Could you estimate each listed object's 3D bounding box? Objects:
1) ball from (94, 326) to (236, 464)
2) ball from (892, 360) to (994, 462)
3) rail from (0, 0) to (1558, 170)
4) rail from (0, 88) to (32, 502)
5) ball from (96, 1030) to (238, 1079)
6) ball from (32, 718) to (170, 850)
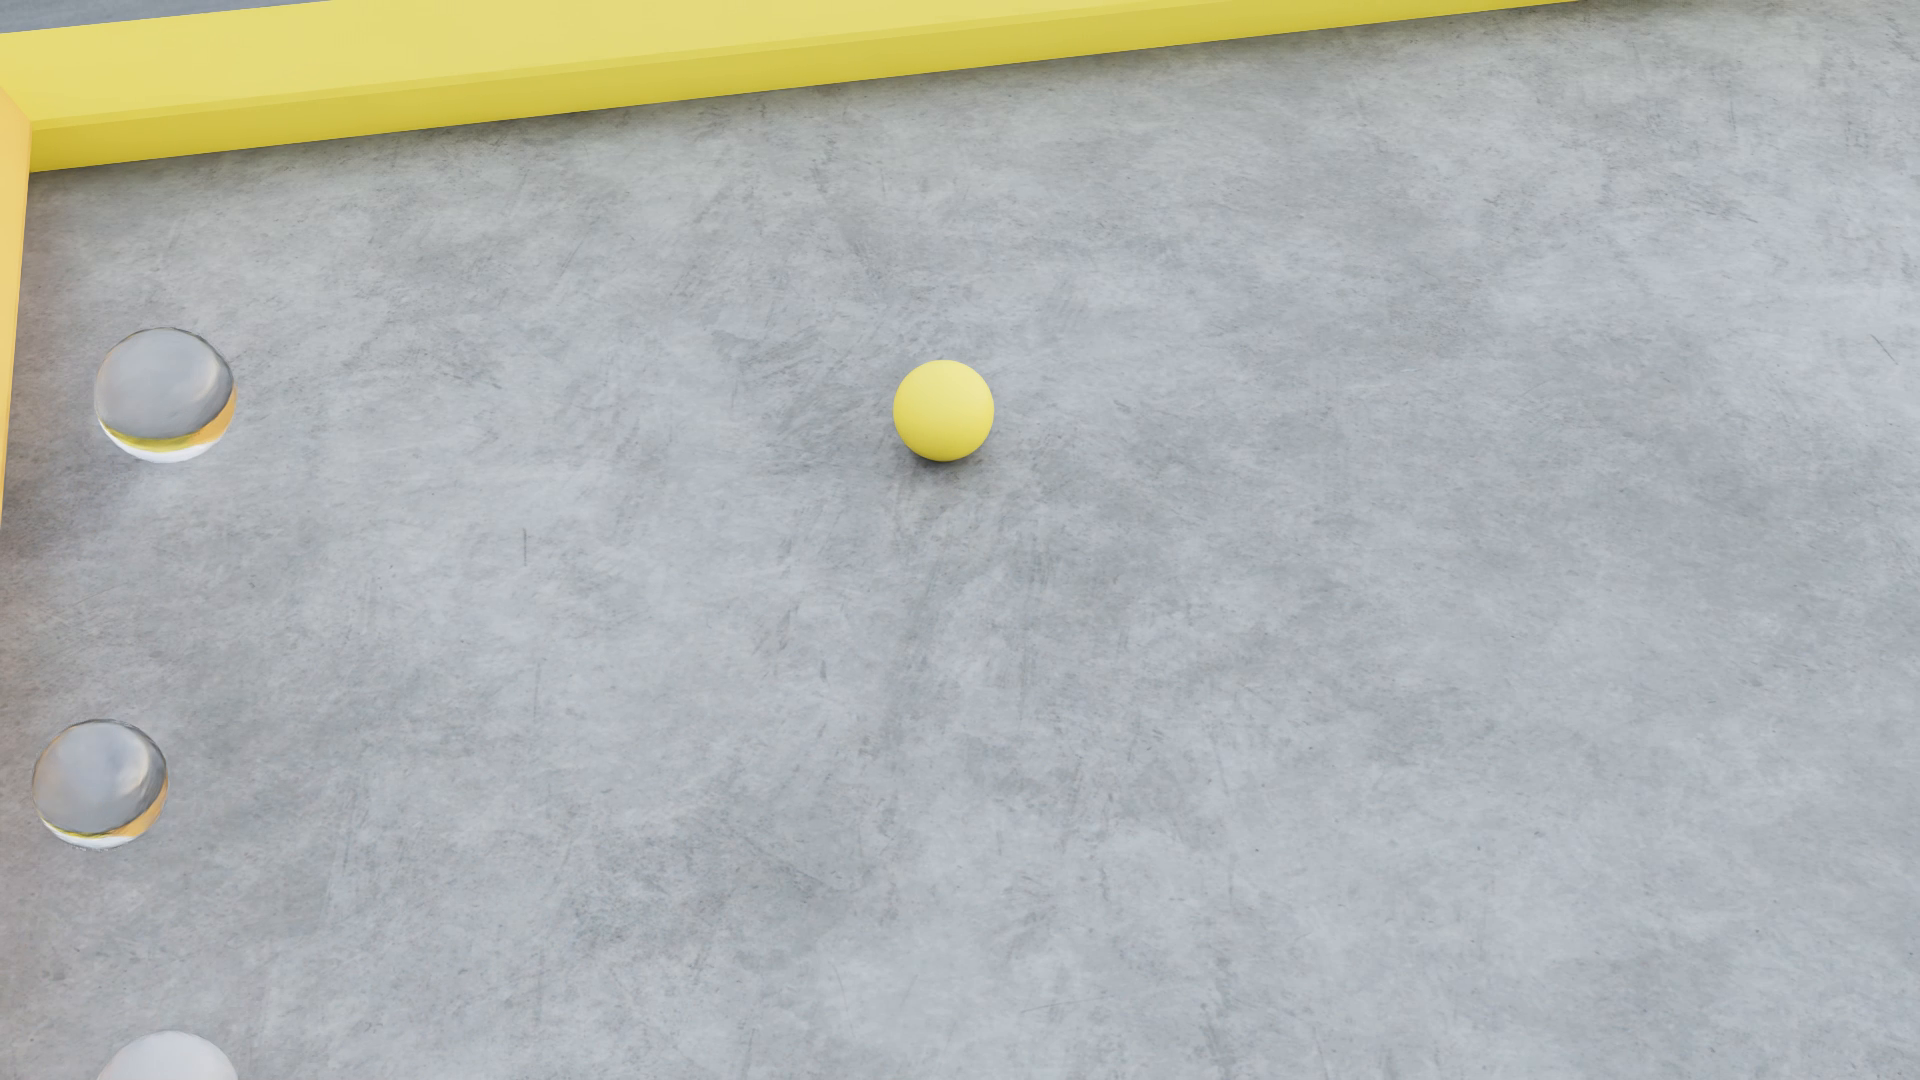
[{"bbox_3d":[-0.543,-0.099,1.754,0.093,0.093,0.093,0,35,0],"label":"ball"},{"bbox_3d":[-0.011,-0.089,1.760,0.070,0.070,0.070,0,35,0],"label":"ball"},{"bbox_3d":[0.431,-0.521,2.320,2.529,0.121,0.045,-9,36,-12],"label":"rail"},{"bbox_3d":[-0.589,0.067,1.495,0.045,0.121,1.501,-9,36,-12],"label":"rail"},{"bbox_3d":[-0.386,0.275,1.249,0.070,0.070,0.070,0,35,0],"label":"ball"},{"bbox_3d":[-0.482,0.137,1.440,0.074,0.074,0.074,0,35,0],"label":"ball"}]
